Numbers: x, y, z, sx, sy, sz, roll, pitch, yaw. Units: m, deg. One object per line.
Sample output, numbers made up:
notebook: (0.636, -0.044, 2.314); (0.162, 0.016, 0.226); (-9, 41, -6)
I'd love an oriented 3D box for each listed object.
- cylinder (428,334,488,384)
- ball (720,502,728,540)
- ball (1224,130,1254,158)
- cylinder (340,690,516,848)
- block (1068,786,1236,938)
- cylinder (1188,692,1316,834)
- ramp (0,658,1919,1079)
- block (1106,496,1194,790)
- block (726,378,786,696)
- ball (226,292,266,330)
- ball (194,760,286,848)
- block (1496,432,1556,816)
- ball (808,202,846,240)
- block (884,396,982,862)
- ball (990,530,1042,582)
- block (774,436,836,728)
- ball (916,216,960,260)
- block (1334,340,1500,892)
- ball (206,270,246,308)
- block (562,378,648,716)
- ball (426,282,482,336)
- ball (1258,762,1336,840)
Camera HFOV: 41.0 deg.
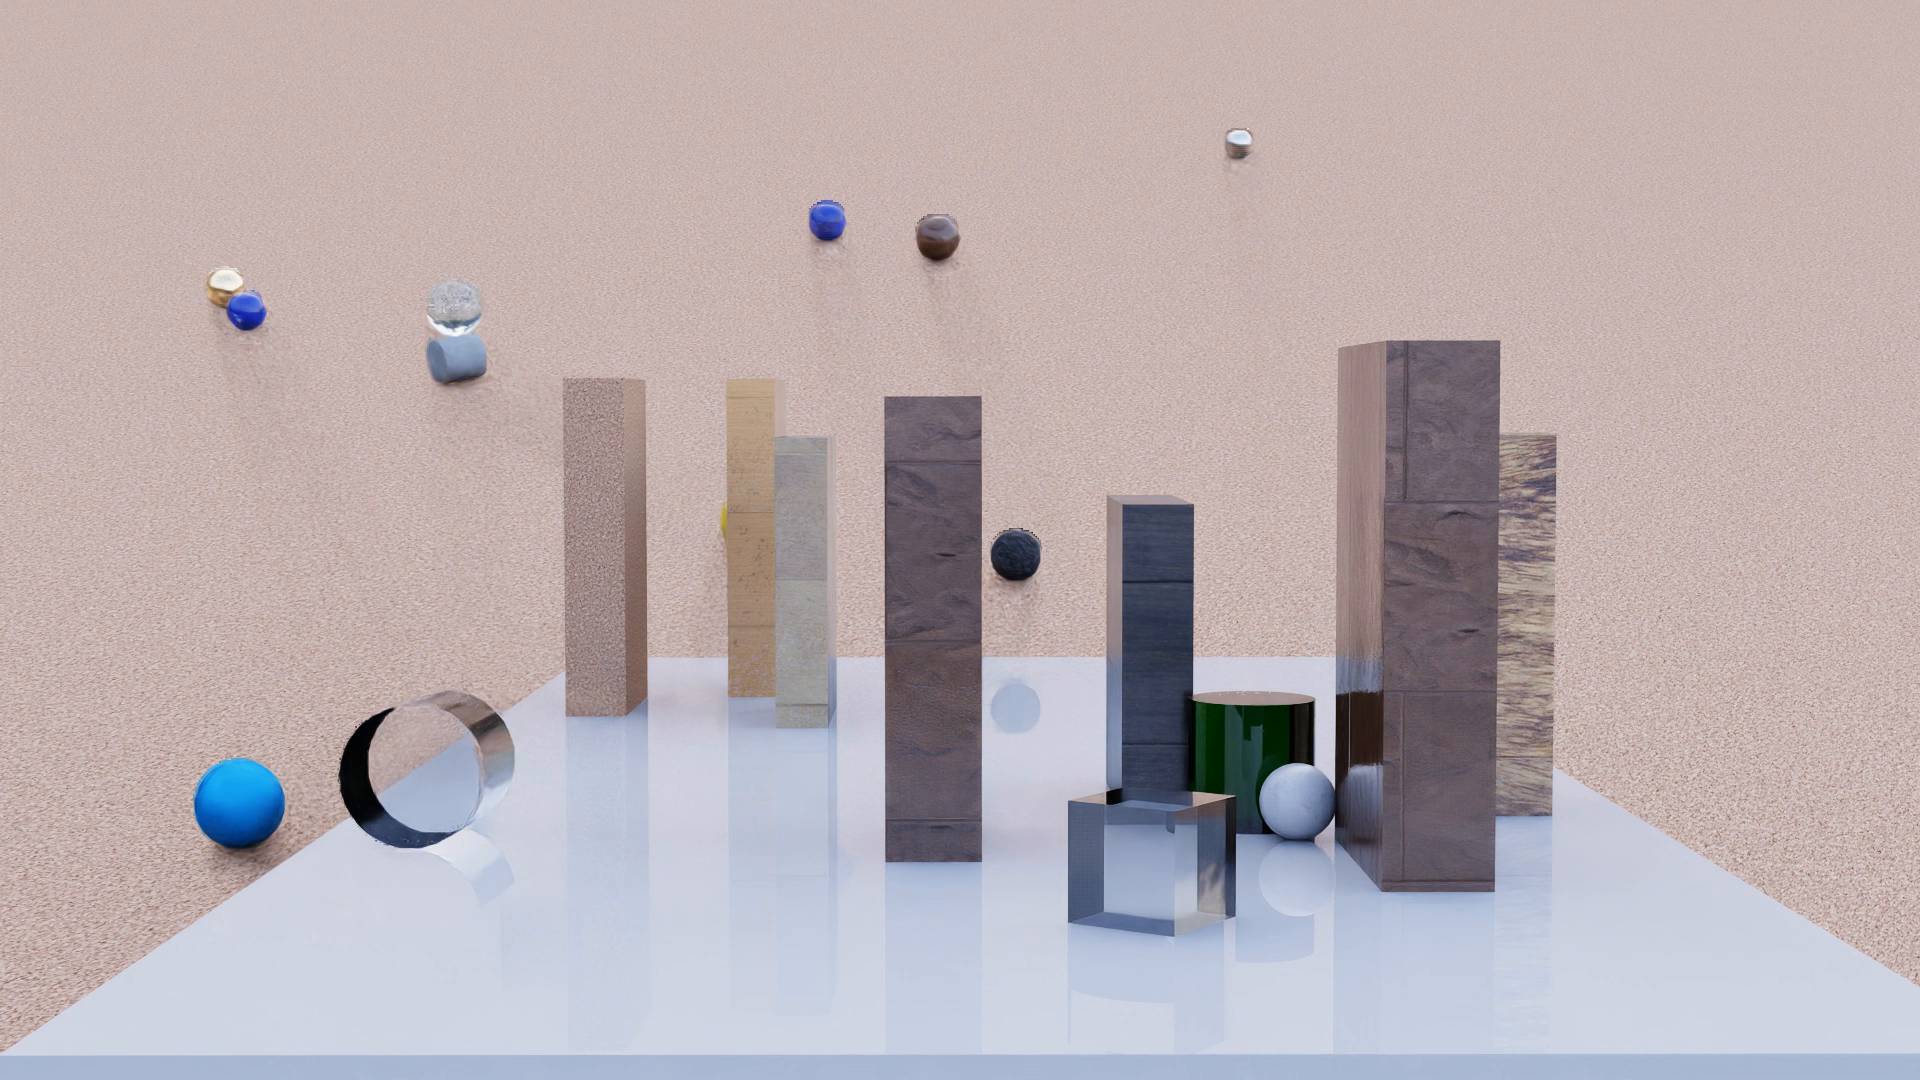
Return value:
cylinder: (-1.745, -0.631, 8.923); (0.153, 0.153, 0.153); (-13, 25, -34)
ball: (-0.615, -0.053, 7.452); (0.164, 0.164, 0.164); (0, 22, 0)
ball: (1.307, -1.857, 12.062); (0.137, 0.137, 0.137); (0, 22, 0)
cylinder: (-0.785, 0.337, 3.806); (0.207, 0.207, 0.207); (2, 3, 4)
block: (0.239, 0.396, 3.191); (0.152, 0.152, 0.152); (2, 4, 35)
cylinder: (0.445, 0.337, 3.921); (0.193, 0.193, 0.193); (0, 3, 0)
ramp: (0.050, 0.452, 4.532); (2.000, 0.100, 4.000); (0, 3, 0)
block: (0.304, 0.178, 4.163); (0.110, 0.487, 0.409); (0, 3, 0)
block: (-0.457, -0.013, 5.817); (0.105, 0.697, 0.385); (0, 3, 0)
ball: (-2.634, -0.844, 9.490); (0.140, 0.140, 0.140); (0, 22, 0)
ball: (-1.616, 0.593, 5.769); (0.197, 0.197, 0.197); (0, 22, 0)
block: (0.849, 0.126, 4.105); (0.145, 0.595, 0.247); (0, 3, 0)
ball: (-0.551, -1.321, 10.675); (0.157, 0.157, 0.157); (0, 22, 0)
block: (-0.037, 0.118, 3.739); (0.135, 0.651, 0.315); (0, 3, 0)
ball: (0.157, 0.045, 7.232); (0.143, 0.143, 0.143); (0, 22, 0)
block: (-0.314, 0.076, 5.272); (0.103, 0.575, 0.386); (0, 3, 0)
ball: (-0.090, -1.220, 10.388); (0.181, 0.181, 0.181); (0, 22, 0)
block: (0.628, 0.091, 3.568); (0.148, 0.722, 0.423); (0, 3, 0)
ball: (-2.787, -0.954, 9.757); (0.148, 0.148, 0.148); (0, 22, 0)
block: (-0.750, 0.006, 5.458); (0.124, 0.695, 0.372); (0, 3, 0)
ball: (-1.849, -0.845, 9.407); (0.203, 0.203, 0.203); (0, 22, 0)
ball: (0.497, 0.384, 3.779); (0.113, 0.113, 0.113); (0, 22, 0)
